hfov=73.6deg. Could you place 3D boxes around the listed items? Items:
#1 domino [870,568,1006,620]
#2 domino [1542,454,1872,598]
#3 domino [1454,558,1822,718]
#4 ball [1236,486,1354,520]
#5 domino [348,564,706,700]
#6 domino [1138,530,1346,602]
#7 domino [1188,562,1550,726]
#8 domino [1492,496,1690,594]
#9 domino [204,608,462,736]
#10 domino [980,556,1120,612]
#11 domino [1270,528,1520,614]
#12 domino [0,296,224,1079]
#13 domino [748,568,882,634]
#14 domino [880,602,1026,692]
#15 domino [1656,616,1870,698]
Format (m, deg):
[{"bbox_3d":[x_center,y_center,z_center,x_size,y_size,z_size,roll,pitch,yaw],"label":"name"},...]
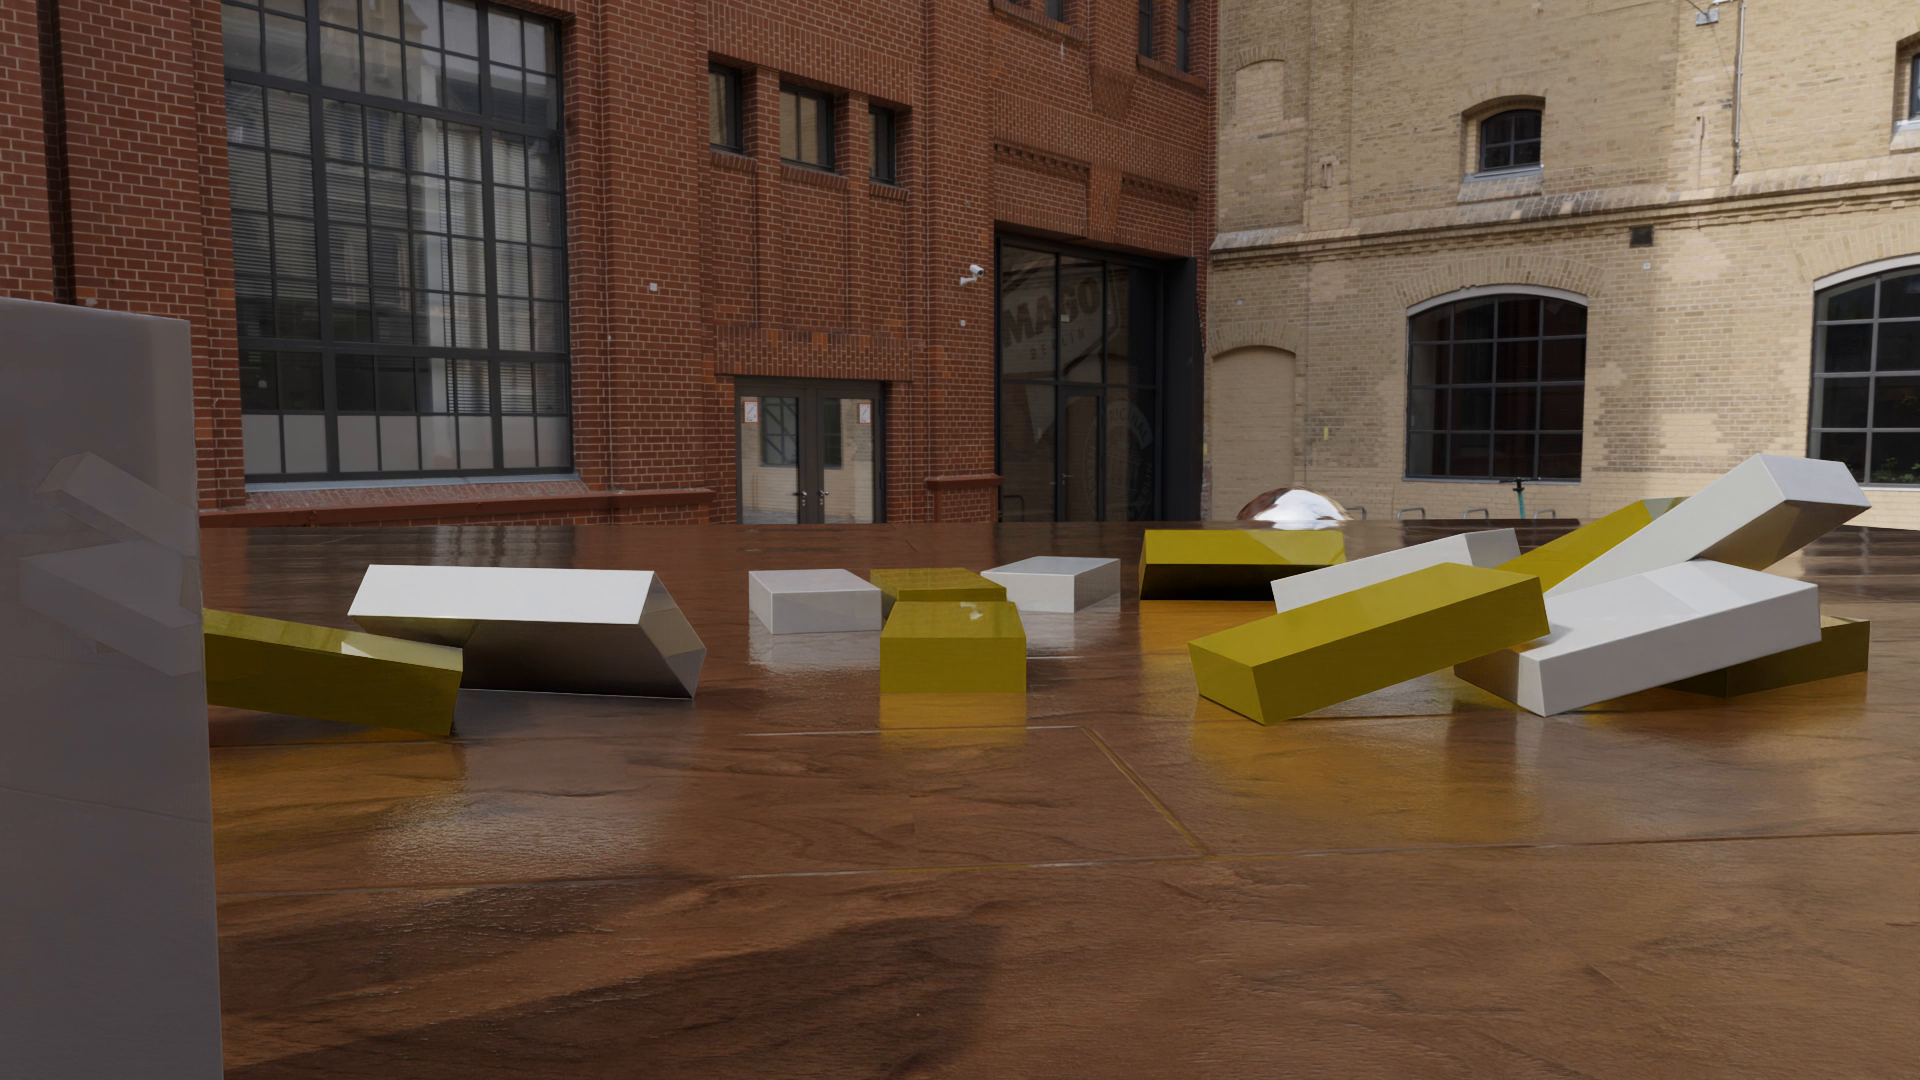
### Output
[{"bbox_3d":[-0.006,0.014,0.317,0.025,0.009,0.050,-1,4,-11],"label":"domino"},{"bbox_3d":[0.138,0.003,0.241,0.025,0.009,0.050,2,-32,-26],"label":"domino"},{"bbox_3d":[0.112,0.015,0.214,0.050,0.010,0.025,-13,11,-9],"label":"domino"},{"bbox_3d":[0.201,0.008,0.773,0.080,0.080,0.080,0,4,0],"label":"ball"},{"bbox_3d":[-0.070,0.015,0.211,0.050,0.010,0.025,1,-34,12],"label":"domino"},{"bbox_3d":[0.073,0.007,0.338,0.050,0.009,0.025,0,-25,4],"label":"domino"},{"bbox_3d":[0.066,0.016,0.209,0.050,0.010,0.025,-16,7,-11],"label":"domino"},{"bbox_3d":[0.129,0.006,0.273,0.025,0.010,0.050,-4,-22,-40],"label":"domino"},{"bbox_3d":[-0.100,0.018,0.188,0.050,0.010,0.025,12,-1,-22],"label":"domino"},{"bbox_3d":[0.026,0.012,0.351,0.025,0.010,0.050,2,5,20],"label":"domino"},{"bbox_3d":[0.102,0.008,0.302,0.025,0.010,0.050,-4,-11,-43],"label":"domino"},{"bbox_3d":[-0.053,0.012,0.068,0.010,0.050,0.025,1,4,9],"label":"domino"},{"bbox_3d":[-0.036,0.014,0.313,0.025,0.009,0.050,-1,4,-15],"label":"domino"},{"bbox_3d":[-0.001,0.020,0.244,0.025,0.010,0.050,0,4,0],"label":"domino"},{"bbox_3d":[0.143,0.020,0.238,0.050,0.010,0.025,-3,5,-32],"label":"domino"}]
